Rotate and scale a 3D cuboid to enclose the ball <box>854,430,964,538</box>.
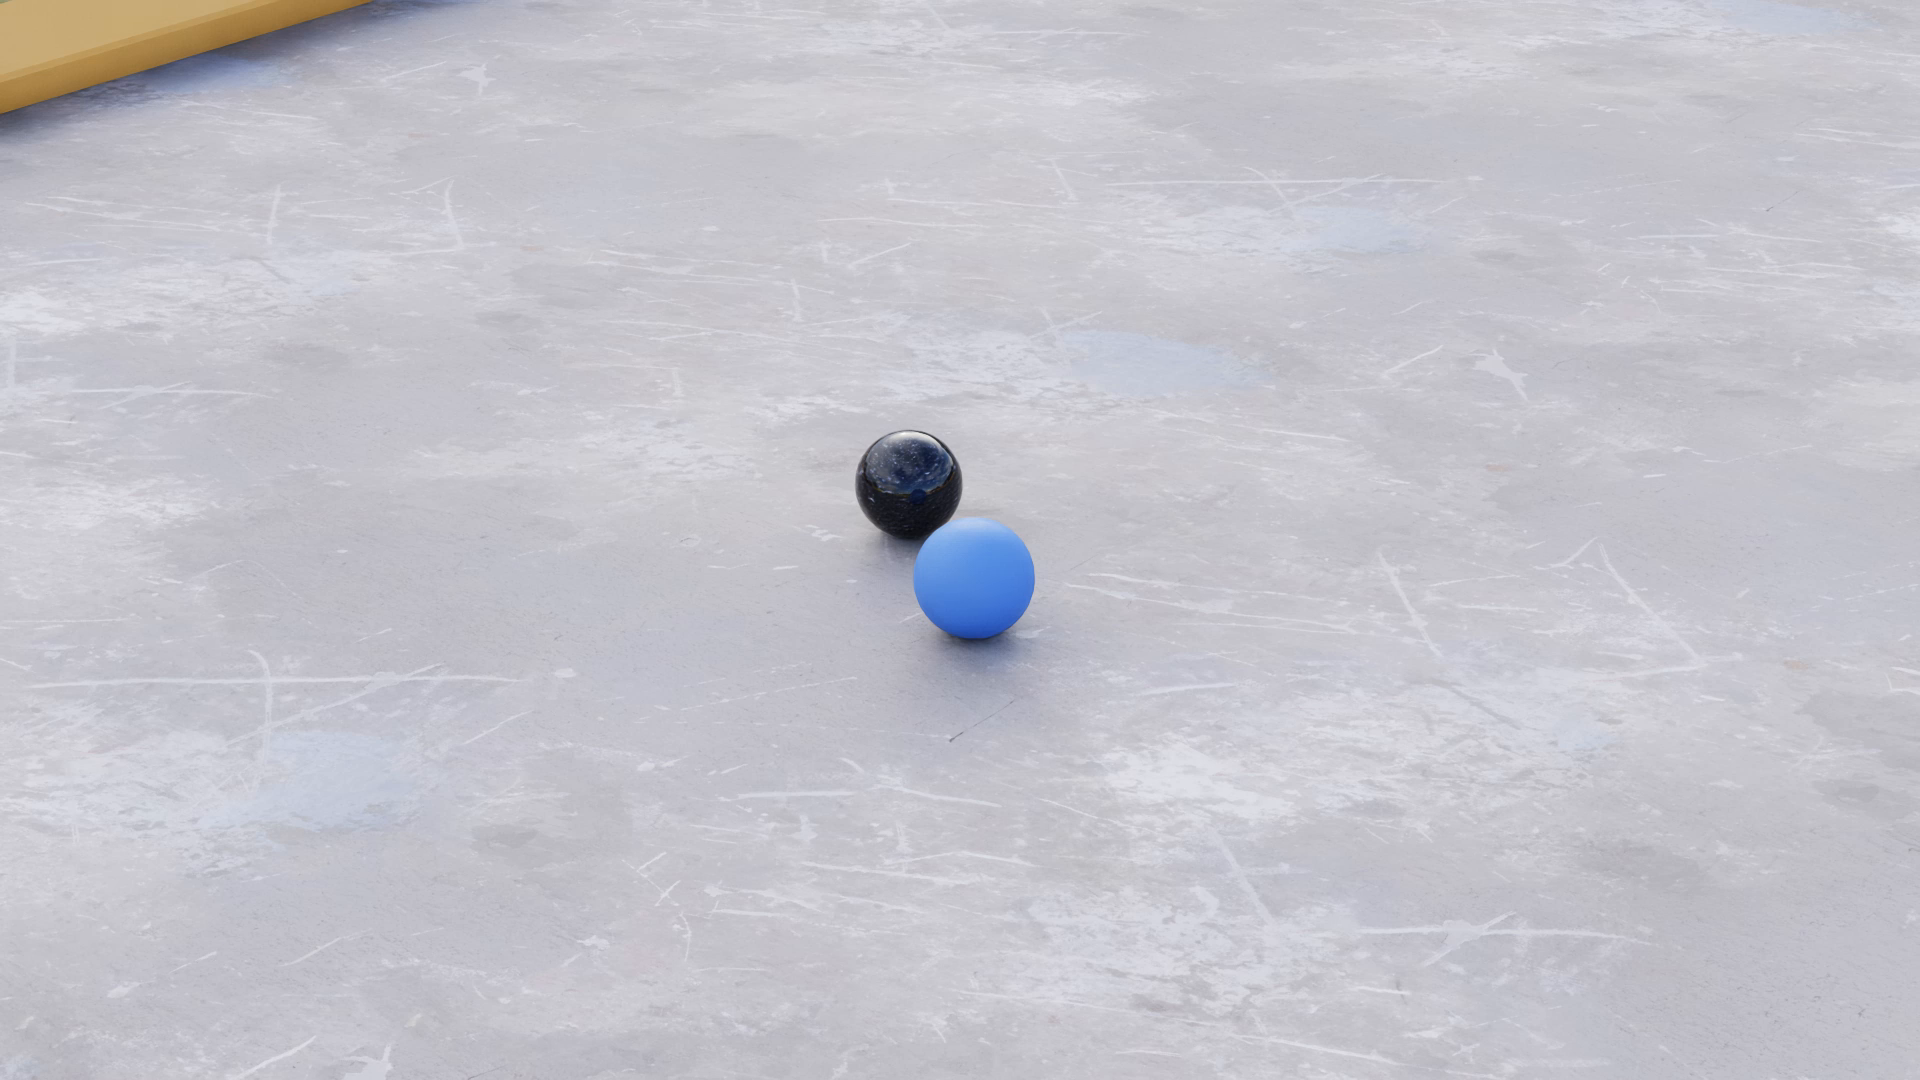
[{"bbox_3d":[-0.031,-0.034,1.758,0.065,0.065,0.065,0,27,0],"label":"ball"}]

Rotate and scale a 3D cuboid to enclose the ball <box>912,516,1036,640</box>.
[{"bbox_3d":[0.008,0.021,1.648,0.069,0.069,0.069,0,27,0],"label":"ball"}]

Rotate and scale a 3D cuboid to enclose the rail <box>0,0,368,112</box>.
[{"bbox_3d":[-0.198,-0.727,3.074,0.045,0.089,4.393,20,33,34],"label":"rail"}]
